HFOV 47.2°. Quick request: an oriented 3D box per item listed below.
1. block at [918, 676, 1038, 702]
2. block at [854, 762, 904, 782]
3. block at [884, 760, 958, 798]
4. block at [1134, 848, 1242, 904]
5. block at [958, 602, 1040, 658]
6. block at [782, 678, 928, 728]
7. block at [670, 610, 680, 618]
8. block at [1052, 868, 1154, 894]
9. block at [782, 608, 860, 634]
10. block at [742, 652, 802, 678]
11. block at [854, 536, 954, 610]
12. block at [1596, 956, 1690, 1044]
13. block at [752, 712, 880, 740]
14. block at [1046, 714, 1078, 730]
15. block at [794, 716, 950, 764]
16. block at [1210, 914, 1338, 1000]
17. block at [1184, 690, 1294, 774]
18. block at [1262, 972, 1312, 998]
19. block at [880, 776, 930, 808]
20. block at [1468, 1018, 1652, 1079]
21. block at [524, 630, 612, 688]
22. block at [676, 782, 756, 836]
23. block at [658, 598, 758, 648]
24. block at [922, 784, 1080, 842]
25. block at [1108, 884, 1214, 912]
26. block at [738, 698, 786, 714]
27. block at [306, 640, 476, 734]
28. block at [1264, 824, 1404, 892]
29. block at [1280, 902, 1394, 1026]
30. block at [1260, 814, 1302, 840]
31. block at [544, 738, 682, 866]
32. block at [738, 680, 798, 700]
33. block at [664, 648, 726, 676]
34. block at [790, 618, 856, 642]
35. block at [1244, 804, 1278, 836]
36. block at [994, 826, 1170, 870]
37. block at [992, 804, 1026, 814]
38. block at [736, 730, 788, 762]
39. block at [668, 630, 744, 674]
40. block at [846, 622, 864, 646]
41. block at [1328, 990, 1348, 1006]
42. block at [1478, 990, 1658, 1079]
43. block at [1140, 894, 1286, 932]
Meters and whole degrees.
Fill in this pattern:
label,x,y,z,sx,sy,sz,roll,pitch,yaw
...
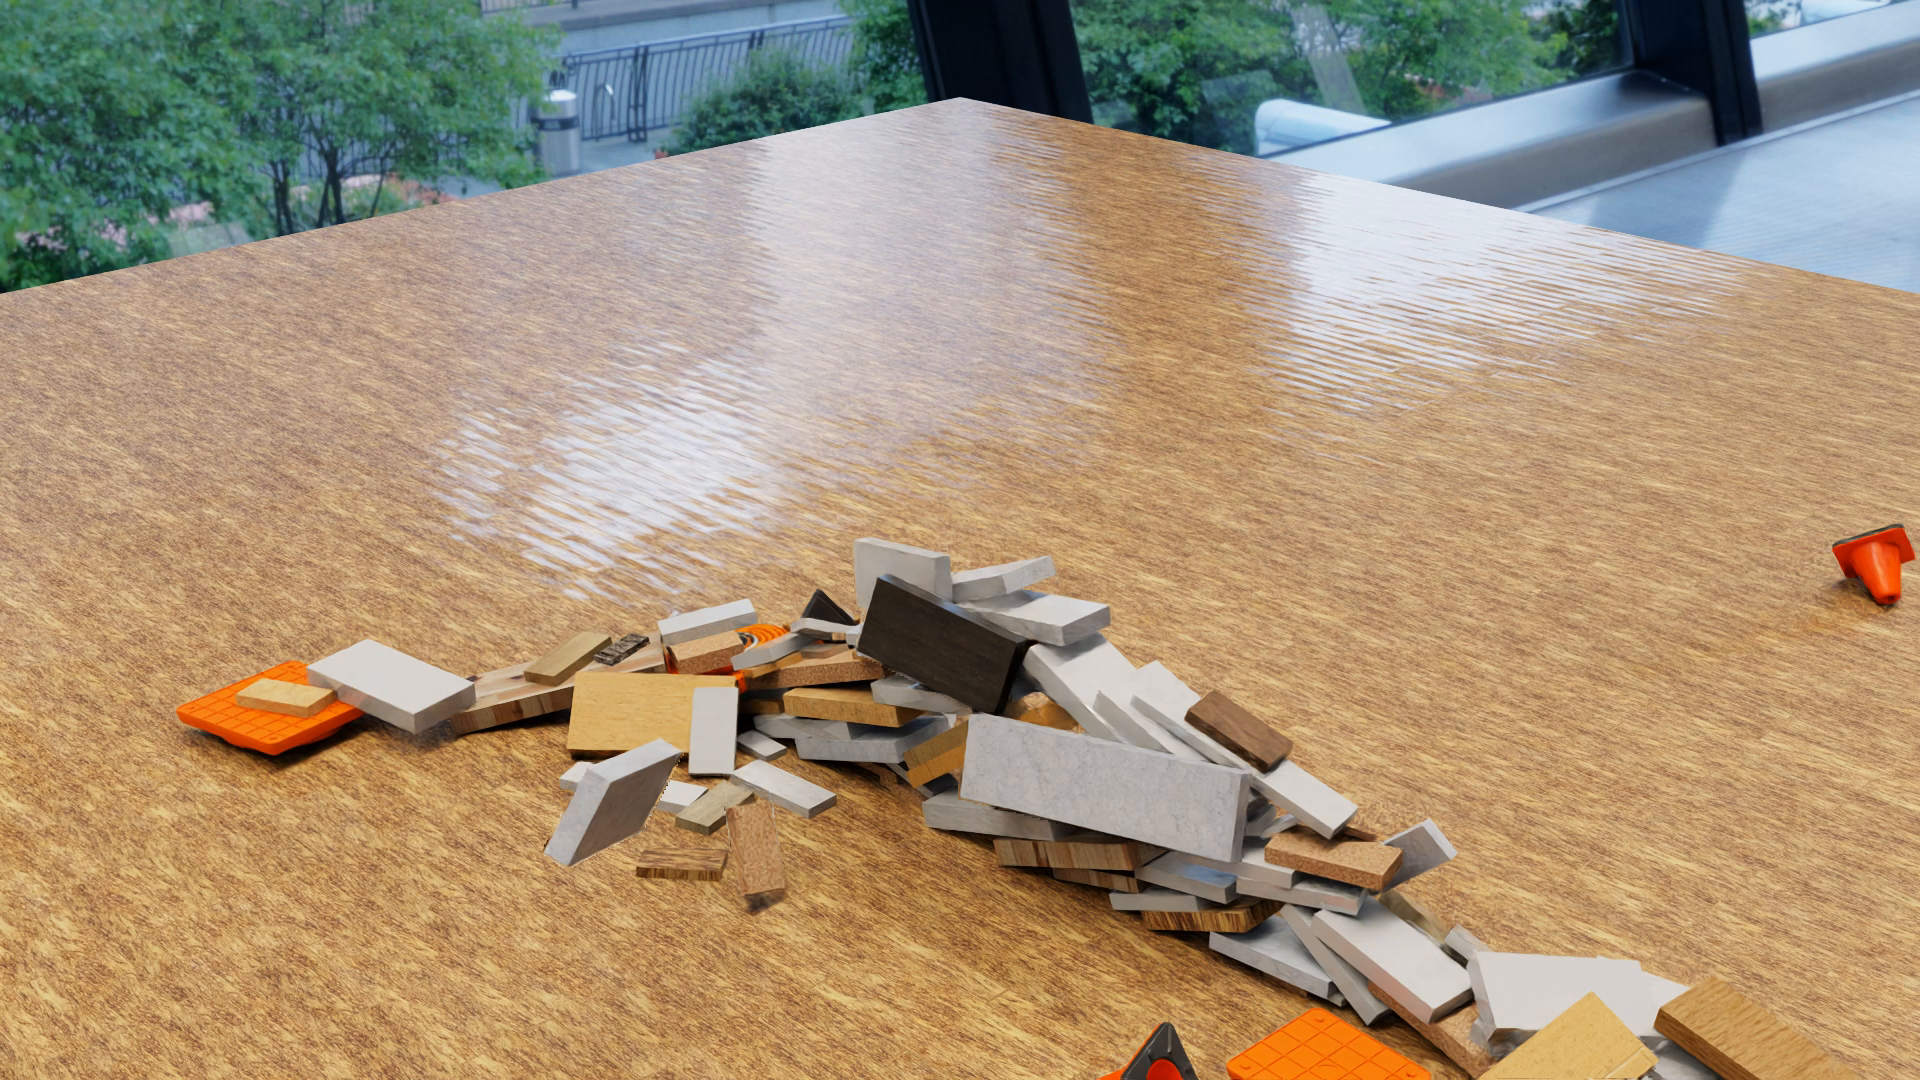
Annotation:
label,x,y,z,sx,sy,sz,roll,pitch,yaw
block,0.050,0.261,4.307,0.261,0.037,0.131,8,22,45
block,-0.155,0.463,4.593,0.072,0.021,0.145,-21,28,-40
block,-0.080,0.476,4.520,0.072,0.021,0.145,-22,45,-40
block,0.435,0.605,4.012,0.110,0.031,0.220,-21,20,-39
block,0.031,0.169,4.317,0.329,0.047,0.164,9,22,43
block,-0.200,0.328,4.574,0.314,0.044,0.157,2,18,40
block,-0.647,0.207,5.073,0.045,0.090,0.013,-47,47,-13
block,0.292,0.622,4.179,0.110,0.031,0.220,-22,15,-40
block,-0.331,0.205,5.249,0.164,0.023,0.082,-16,28,-32
block,-0.400,0.266,4.689,0.116,0.016,0.058,-19,8,-25
block,-0.112,0.081,4.321,0.039,0.138,0.276,-11,14,-35
block,1.181,0.793,3.759,0.244,0.035,0.122,17,28,34
block,-0.282,0.376,4.690,0.157,0.044,0.314,-22,13,-41
block,0.150,0.375,4.207,0.093,0.026,0.185,-22,-6,-42
block,-0.184,0.414,4.602,0.314,0.044,0.157,-4,14,46
block,0.583,0.732,3.921,0.247,0.035,0.124,19,28,37
block,0.499,0.342,3.934,0.178,0.025,0.089,34,40,24
block,0.592,0.778,3.910,0.048,0.014,0.096,-21,31,-40
block,-0.091,0.508,4.537,0.072,0.021,0.145,-18,29,-37
block,0.987,0.855,3.622,0.266,0.038,0.133,32,36,31
block,-0.866,0.262,4.866,0.094,0.027,0.188,7,30,34
block,-0.494,0.543,4.450,0.081,0.023,0.163,13,26,27
block,-0.562,0.184,4.895,0.211,0.030,0.105,-14,18,-10
block,0.113,0.522,4.328,0.180,0.051,0.359,-22,13,-41
block,0.393,0.651,4.074,0.110,0.031,0.220,-22,8,-40
block,-0.423,0.350,4.819,0.099,0.028,0.197,-23,13,-42
block,-1.240,0.316,4.791,0.345,0.049,0.172,18,29,32
block,0.652,0.551,3.835,0.214,0.030,0.107,11,23,28
block,0.681,0.720,3.844,0.124,0.035,0.248,-13,55,-41
block,0.579,0.499,3.899,0.096,0.014,0.048,-29,1,26
block,-0.562,0.424,3.588,0.044,0.156,0.312,30,10,10
block,-0.405,0.318,4.811,0.197,0.028,0.099,-5,13,44
block,-0.635,0.290,5.040,0.099,0.028,0.197,-20,30,-39
block,-0.276,0.198,4.733,0.160,0.023,0.080,12,-16,-24
block,0.473,0.502,3.955,0.173,0.024,0.086,-4,15,31
block,0.252,0.567,4.194,0.180,0.051,0.359,-21,10,-41
block,0.244,0.470,4.166,0.180,0.051,0.359,-21,14,-41
block,-0.429,0.441,4.702,0.057,0.016,0.114,-21,31,-40
block,-0.574,0.226,4.887,0.145,0.041,0.290,-15,18,-12
block,-0.134,0.191,4.424,0.173,0.024,0.086,3,18,29
block,0.647,0.784,3.859,0.048,0.014,0.096,-17,28,-38
block,0.955,0.862,3.508,0.298,0.042,0.149,-29,60,-25
block,0.462,0.672,4.010,0.124,0.035,0.247,-22,8,-41
